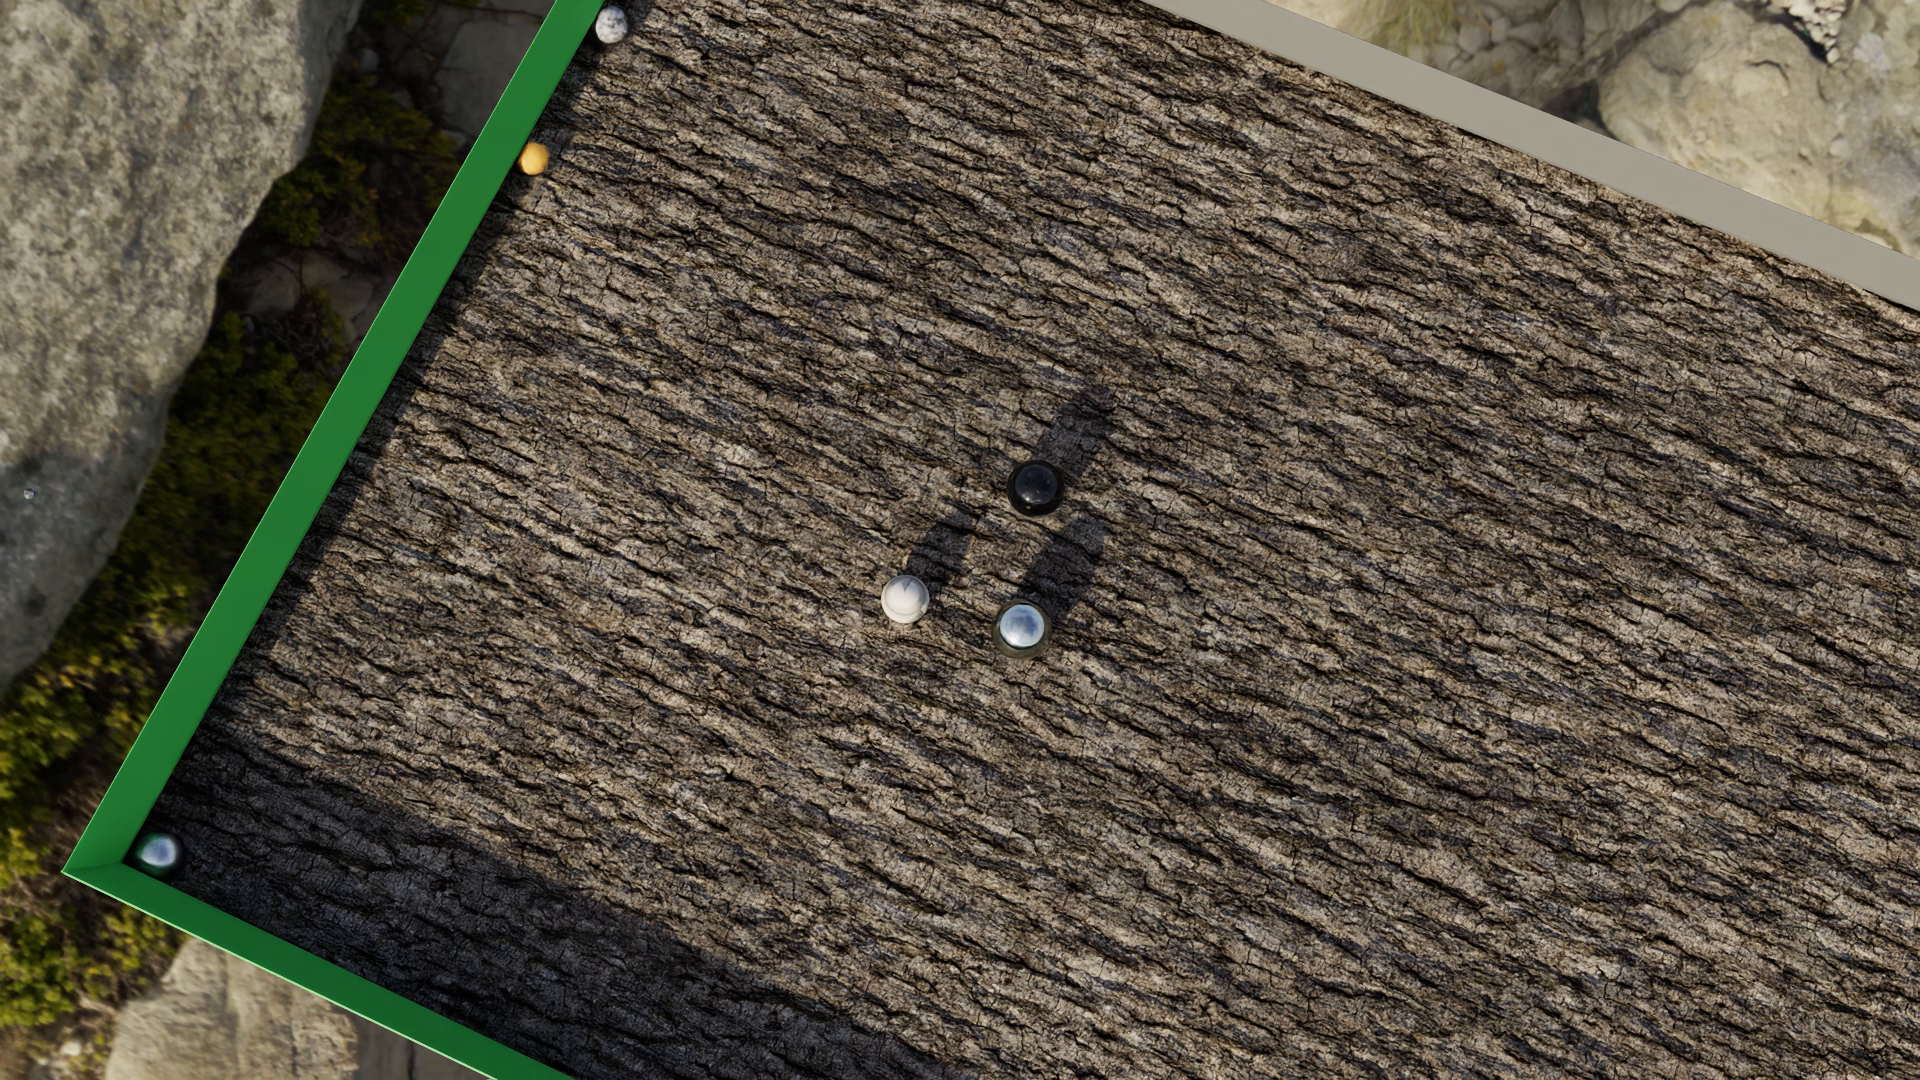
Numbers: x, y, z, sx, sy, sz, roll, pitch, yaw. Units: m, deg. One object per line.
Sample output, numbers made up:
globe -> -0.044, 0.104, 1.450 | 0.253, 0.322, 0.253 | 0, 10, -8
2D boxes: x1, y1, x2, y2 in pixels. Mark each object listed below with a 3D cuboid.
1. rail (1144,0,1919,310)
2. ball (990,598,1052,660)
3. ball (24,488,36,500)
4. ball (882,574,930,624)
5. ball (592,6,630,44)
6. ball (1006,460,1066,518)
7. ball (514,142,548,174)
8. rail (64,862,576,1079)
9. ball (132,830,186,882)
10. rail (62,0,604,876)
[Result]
rail -> 1.275, -0.485, 3.487 | 3.822, 0.122, 0.045 | 23, 75, 7
ball -> 0.093, 0.135, 3.320 | 0.094, 0.094, 0.094 | 0, 74, 0
ball -> -6.892, -0.344, 16.286 | 0.082, 0.082, 0.082 | 0, 74, 0
ball -> -0.083, 0.090, 3.343 | 0.074, 0.074, 0.074 | 0, 74, 0
ball -> -0.577, -0.851, 3.628 | 0.061, 0.061, 0.061 | 0, 74, 0
ball -> 0.116, -0.078, 3.384 | 0.091, 0.091, 0.091 | 0, 74, 0
ball -> -0.694, -0.619, 3.563 | 0.053, 0.053, 0.053 | 0, 74, 0
rail -> 0.466, 1.227, 2.981 | 3.822, 0.122, 0.045 | 23, 75, 7
ball -> -1.177, 0.464, 3.232 | 0.075, 0.075, 0.075 | 0, 74, 0
rail -> -0.849, -0.376, 3.455 | 0.045, 0.122, 2.008 | 23, 75, 7
